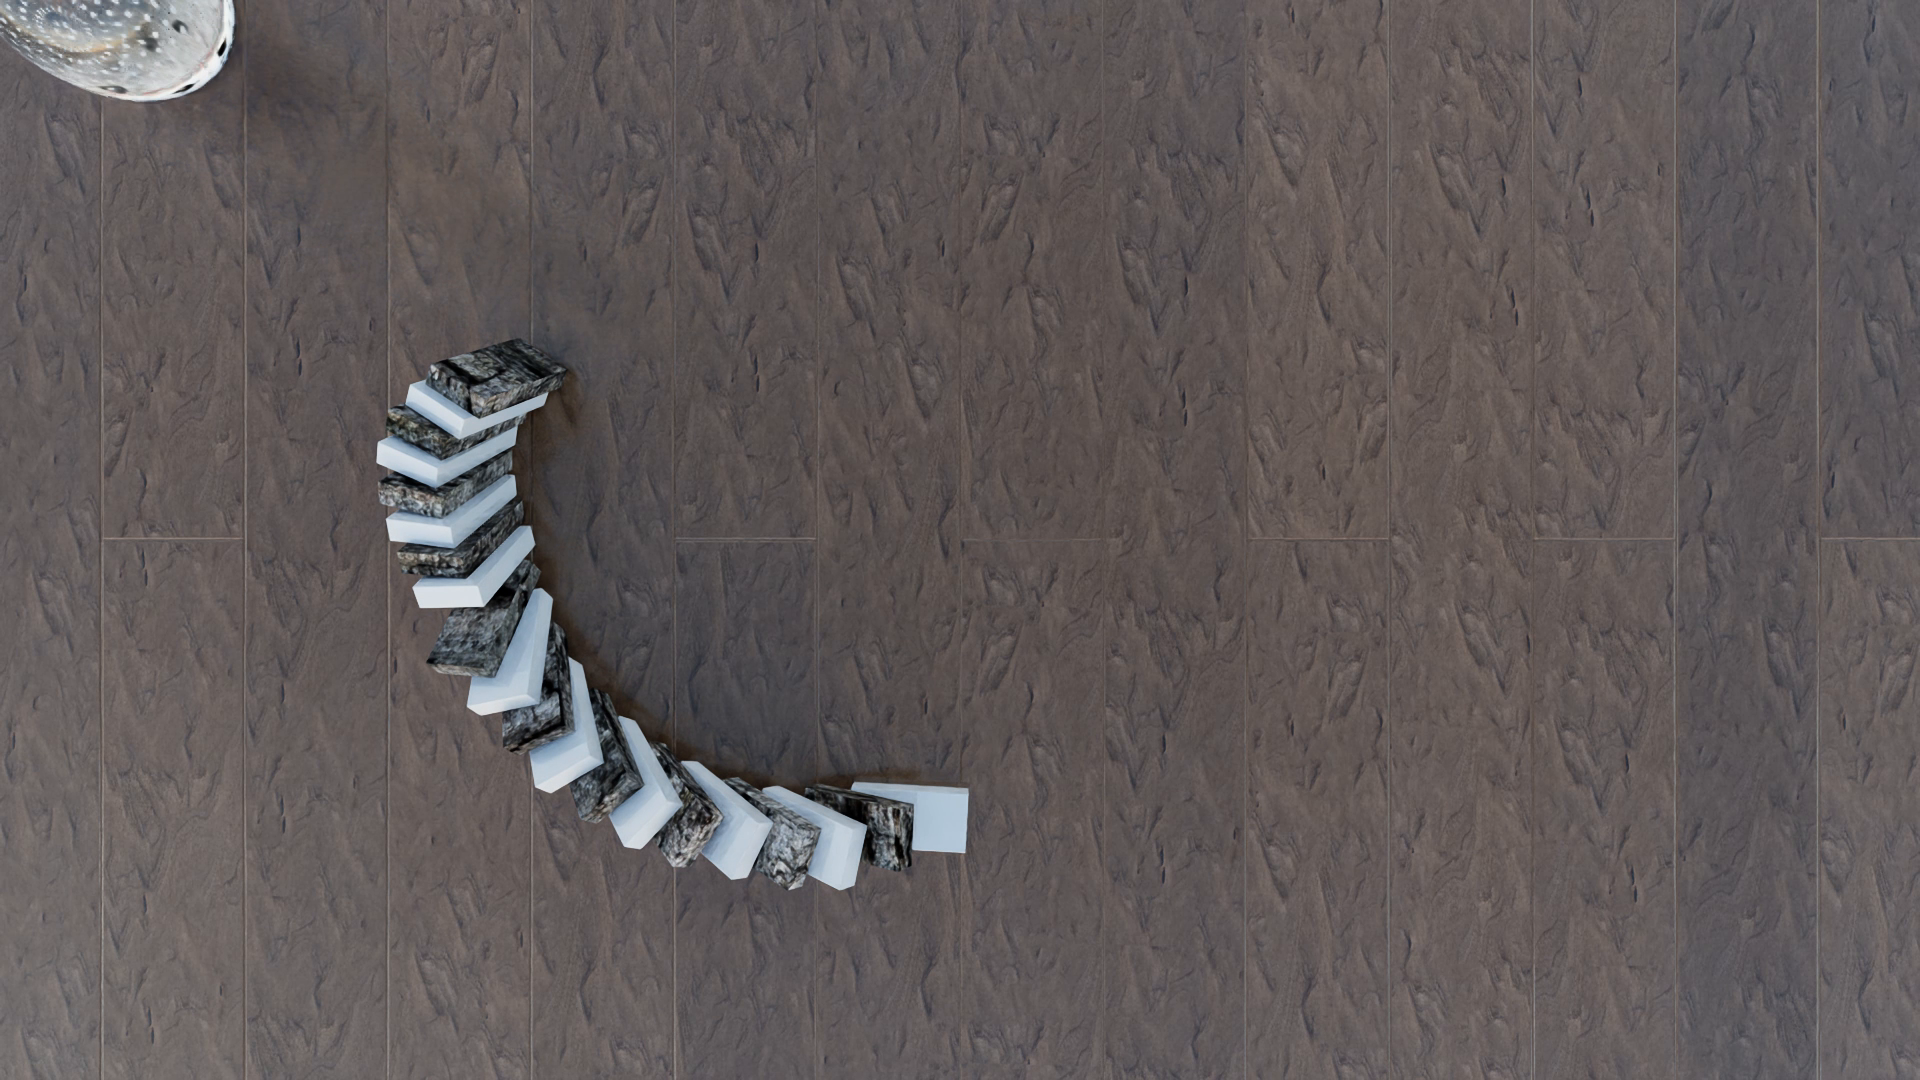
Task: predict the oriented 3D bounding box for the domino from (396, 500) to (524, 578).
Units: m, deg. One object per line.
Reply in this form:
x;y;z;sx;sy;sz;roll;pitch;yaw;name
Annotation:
-0.203;-0.002;0.376;0.025;0.050;0.010;5;119;0;domino

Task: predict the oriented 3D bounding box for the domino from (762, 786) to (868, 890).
-0.064;0.123;0.383;0.050;0.009;0.025;13;91;32;domino

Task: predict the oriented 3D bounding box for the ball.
-0.335;-0.217;0.360;0.080;0.080;0.080;0;90;0;ball

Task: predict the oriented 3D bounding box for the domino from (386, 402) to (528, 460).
-0.205;-0.051;0.376;0.025;0.050;0.010;30;118;0;domino

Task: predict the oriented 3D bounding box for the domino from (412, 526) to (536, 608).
-0.198;0.010;0.376;0.025;0.050;0.010;-1;118;0;domino

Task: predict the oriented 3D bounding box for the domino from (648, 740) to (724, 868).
-0.121;0.109;0.382;0.050;0.009;0.025;35;90;35;domino

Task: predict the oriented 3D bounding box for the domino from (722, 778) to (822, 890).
-0.083;0.122;0.383;0.050;0.010;0.025;20;91;31;domino

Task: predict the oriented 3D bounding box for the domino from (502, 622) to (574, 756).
-0.177;0.061;0.382;0.025;0.009;0.050;-23;55;1;domino

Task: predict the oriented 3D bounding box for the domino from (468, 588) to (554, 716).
-0.187;0.046;0.382;0.025;0.010;0.050;-12;56;3;domino

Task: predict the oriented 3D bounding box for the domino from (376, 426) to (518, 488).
-0.209;-0.040;0.376;0.025;0.050;0.010;24;118;0;domino

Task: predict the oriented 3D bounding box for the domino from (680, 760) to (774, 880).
-0.103;0.116;0.383;0.050;0.010;0.025;26;90;31;domino

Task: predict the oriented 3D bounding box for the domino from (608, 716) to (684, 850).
-0.137;0.100;0.382;0.025;0.009;0.050;-46;55;0;domino

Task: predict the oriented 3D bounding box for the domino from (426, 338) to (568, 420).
-0.189;-0.067;0.376;0.025;0.050;0.009;33;118;0;domino

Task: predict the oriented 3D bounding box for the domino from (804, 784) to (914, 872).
-0.043;0.119;0.382;0.050;0.009;0.025;2;89;32;domino

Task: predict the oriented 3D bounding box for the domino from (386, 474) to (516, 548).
-0.207;-0.014;0.376;0.025;0.050;0.010;7;118;0;domino

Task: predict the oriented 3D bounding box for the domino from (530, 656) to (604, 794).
-0.167;0.076;0.382;0.025;0.009;0.050;-30;56;0;domino

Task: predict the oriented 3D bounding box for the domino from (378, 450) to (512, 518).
-0.209;-0.027;0.376;0.025;0.050;0.010;14;118;0;domino

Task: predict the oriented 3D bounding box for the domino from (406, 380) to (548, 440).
-0.196;-0.059;0.376;0.025;0.050;0.010;33;118;0;domino

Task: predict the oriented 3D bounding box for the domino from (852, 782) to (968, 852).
-0.022;0.119;0.395;0.050;0.009;0.025;3;90;0;domino

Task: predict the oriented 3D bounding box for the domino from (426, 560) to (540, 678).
-0.197;0.031;0.381;0.025;0.009;0.050;3;58;10;domino

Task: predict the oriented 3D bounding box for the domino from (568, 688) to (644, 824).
-0.152;0.089;0.382;0.025;0.010;0.050;-39;55;1;domino
